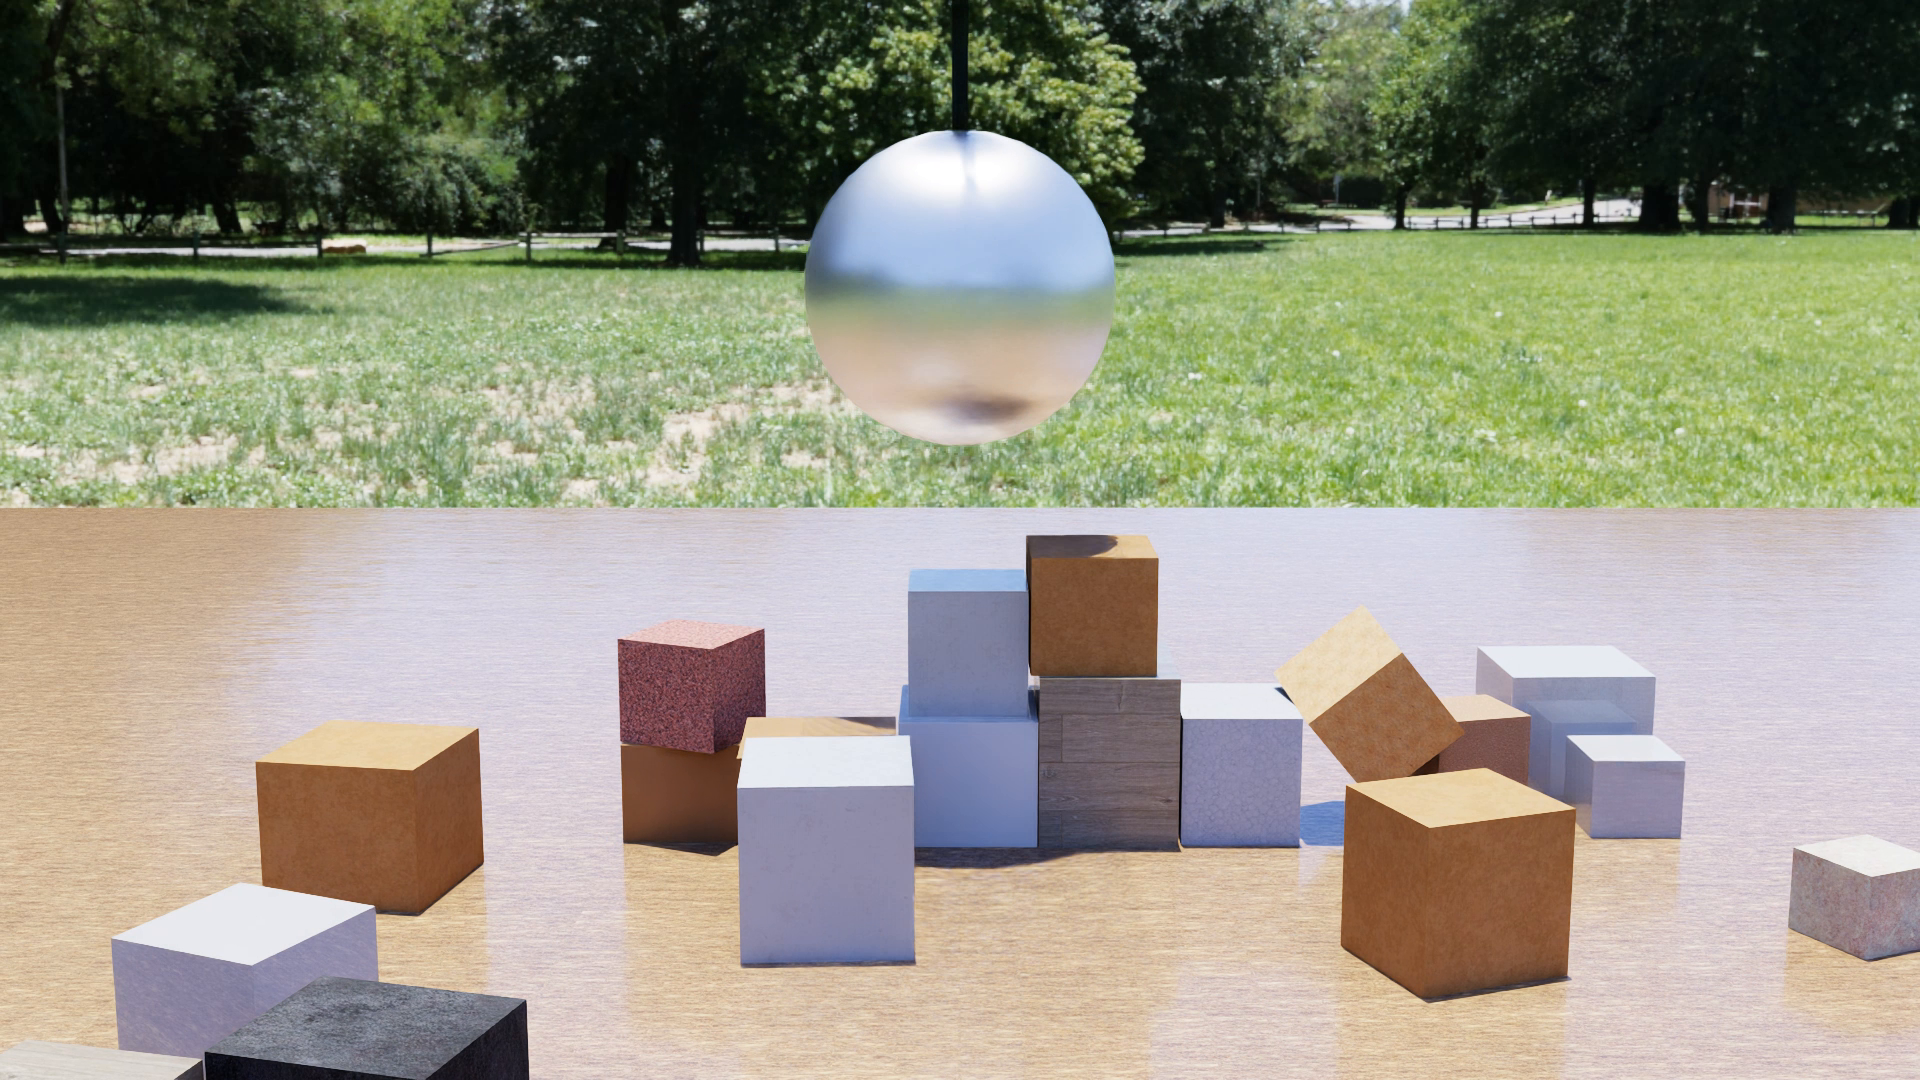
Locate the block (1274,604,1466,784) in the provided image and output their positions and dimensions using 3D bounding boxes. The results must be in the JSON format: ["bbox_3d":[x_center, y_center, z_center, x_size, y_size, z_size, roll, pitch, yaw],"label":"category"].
[{"bbox_3d":[2.112,0.840,11.388,0.590,0.609,0.608,-38,23,7],"label":"block"}]

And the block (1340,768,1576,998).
[{"bbox_3d":[2.135,1.460,9.477,0.719,0.737,0.656,-4,11,-21],"label":"block"}]

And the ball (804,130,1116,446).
[{"bbox_3d":[0.000,-1.284,11.237,1.600,1.600,1.600,0,10,0],"label":"ball"}]

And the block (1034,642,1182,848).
[{"bbox_3d":[0.745,1.044,11.387,0.701,0.873,0.841,0,10,0],"label":"block"}]

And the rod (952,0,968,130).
[{"bbox_3d":[0.000,-4.597,10.470,0.080,5.200,0.080,0,13,0],"label":"rod"}]

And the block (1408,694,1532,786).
[{"bbox_3d":[2.678,1.155,11.730,0.523,0.531,0.474,-3,11,-15],"label":"block"}]

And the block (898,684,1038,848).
[{"bbox_3d":[0.041,1.159,11.387,0.697,0.646,0.775,0,10,0],"label":"block"}]

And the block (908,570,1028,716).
[{"bbox_3d":[0.041,0.521,11.286,0.602,0.645,0.565,0,10,0],"label":"block"}]

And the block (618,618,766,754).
[{"bbox_3d":[-1.361,0.736,11.206,0.549,0.533,0.524,5,11,24],"label":"block"}]

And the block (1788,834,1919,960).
[{"bbox_3d":[4.037,1.584,9.797,0.447,0.378,0.444,-5,11,-24],"label":"block"}]

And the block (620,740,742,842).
[{"bbox_3d":[-1.387,1.224,11.423,0.642,0.505,0.642,0,10,0],"label":"block"}]

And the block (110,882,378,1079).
[{"bbox_3d":[-2.688,1.735,8.329,0.666,0.607,0.677,5,11,24],"label":"block"}]

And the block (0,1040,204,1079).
[{"bbox_3d":[-2.777,2.000,6.735,0.640,0.654,0.674,3,11,14],"label":"block"}]

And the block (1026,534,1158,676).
[{"bbox_3d":[0.664,0.325,11.227,0.630,0.598,0.640,0,10,-1],"label":"block"}]

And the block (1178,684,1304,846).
[{"bbox_3d":[1.414,1.151,11.389,0.598,0.660,0.725,0,10,0],"label":"block"}]

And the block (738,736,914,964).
[{"bbox_3d":[-0.592,1.368,9.838,0.753,0.789,0.794,0,10,-3],"label":"block"}]

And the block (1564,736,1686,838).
[{"bbox_3d":[3.443,1.275,11.424,0.467,0.404,0.485,0,10,-1],"label":"block"}]

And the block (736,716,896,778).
[{"bbox_3d":[-0.681,1.277,10.686,0.740,0.664,0.736,0,10,-2],"label":"block"}]

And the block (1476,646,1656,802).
[{"bbox_3d":[3.313,1.003,12.118,0.767,0.690,0.730,0,10,-2],"label":"block"}]

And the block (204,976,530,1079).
[{"bbox_3d":[-1.914,1.905,7.197,0.775,0.676,0.672,3,11,16],"label":"block"}]

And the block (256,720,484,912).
[{"bbox_3d":[-2.800,1.303,10.497,0.777,0.681,0.753,2,10,11],"label":"block"}]
